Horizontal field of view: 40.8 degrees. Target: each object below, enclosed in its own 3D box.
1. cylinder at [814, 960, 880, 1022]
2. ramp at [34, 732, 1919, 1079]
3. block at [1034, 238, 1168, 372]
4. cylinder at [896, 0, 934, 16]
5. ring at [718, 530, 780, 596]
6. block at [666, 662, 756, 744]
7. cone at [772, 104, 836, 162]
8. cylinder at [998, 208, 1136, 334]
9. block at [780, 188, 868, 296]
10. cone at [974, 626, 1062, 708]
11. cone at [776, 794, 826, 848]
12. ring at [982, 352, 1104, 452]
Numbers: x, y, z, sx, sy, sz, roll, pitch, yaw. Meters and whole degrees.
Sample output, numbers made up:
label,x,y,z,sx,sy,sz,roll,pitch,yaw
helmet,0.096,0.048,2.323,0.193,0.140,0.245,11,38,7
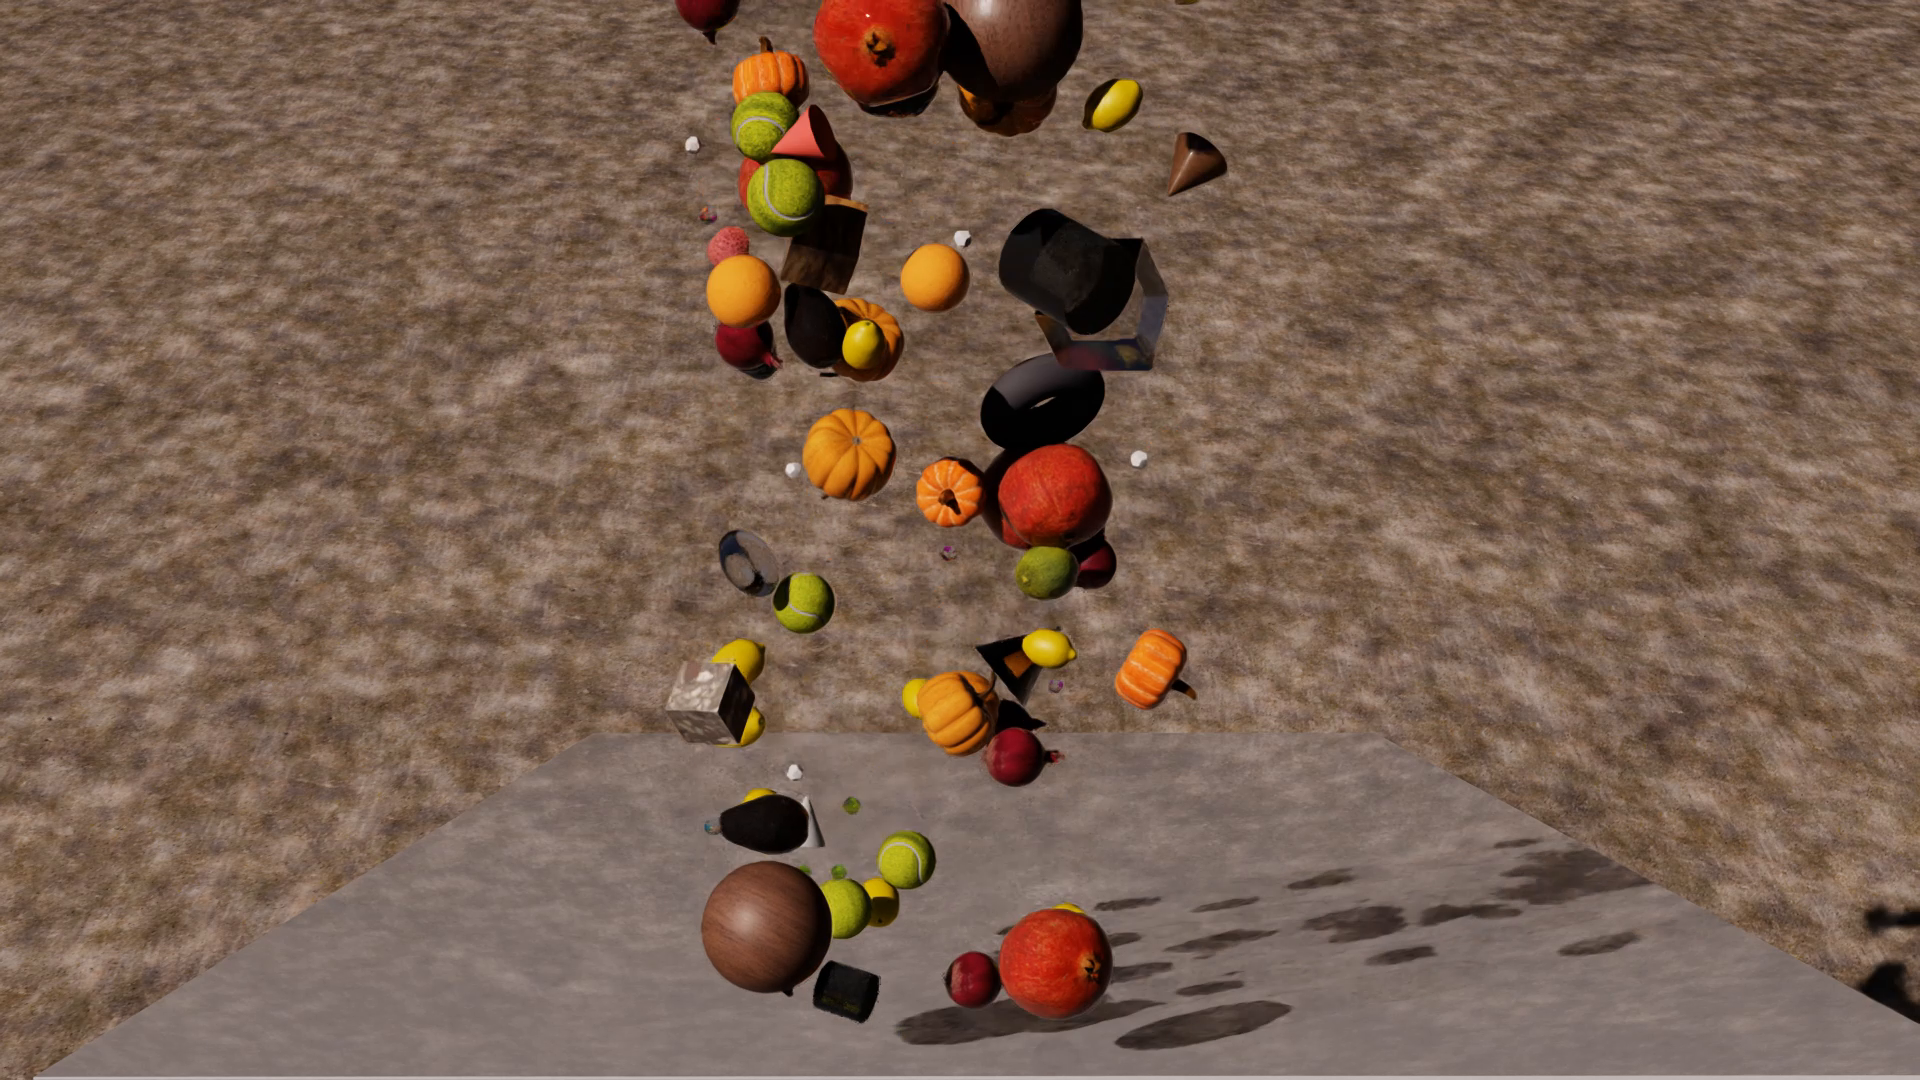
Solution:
label,x,y,z,sx,sy,sz,roll,pitch,yaw
cylinder,-0.119,0.472,2.701,0.052,0.052,0.052,15,31,19
ramp,0.063,0.567,4.608,2.000,0.100,4.000,0,1,0
block,0.140,-0.230,2.539,0.092,0.092,0.092,1,58,24
cylinder,-0.036,-0.570,2.548,0.078,0.078,0.078,-27,30,1
ring,-0.234,0.026,2.864,0.028,0.083,0.083,-36,12,30
block,-0.248,0.162,2.569,0.058,0.058,0.058,0,52,23
cone,-0.147,-0.356,2.315,0.054,0.054,0.054,-17,23,19
cylinder,0.102,-0.255,2.453,0.092,0.092,0.092,-22,41,-35
block,-0.125,-0.273,2.371,0.062,0.062,0.062,13,61,-8
cone,0.075,0.119,2.737,0.085,0.085,0.085,-39,35,-1
cone,-0.185,0.330,3.066,0.059,0.059,0.059,7,4,-1
ring,0.090,-0.150,2.820,0.142,0.142,0.047,-11,57,-19
